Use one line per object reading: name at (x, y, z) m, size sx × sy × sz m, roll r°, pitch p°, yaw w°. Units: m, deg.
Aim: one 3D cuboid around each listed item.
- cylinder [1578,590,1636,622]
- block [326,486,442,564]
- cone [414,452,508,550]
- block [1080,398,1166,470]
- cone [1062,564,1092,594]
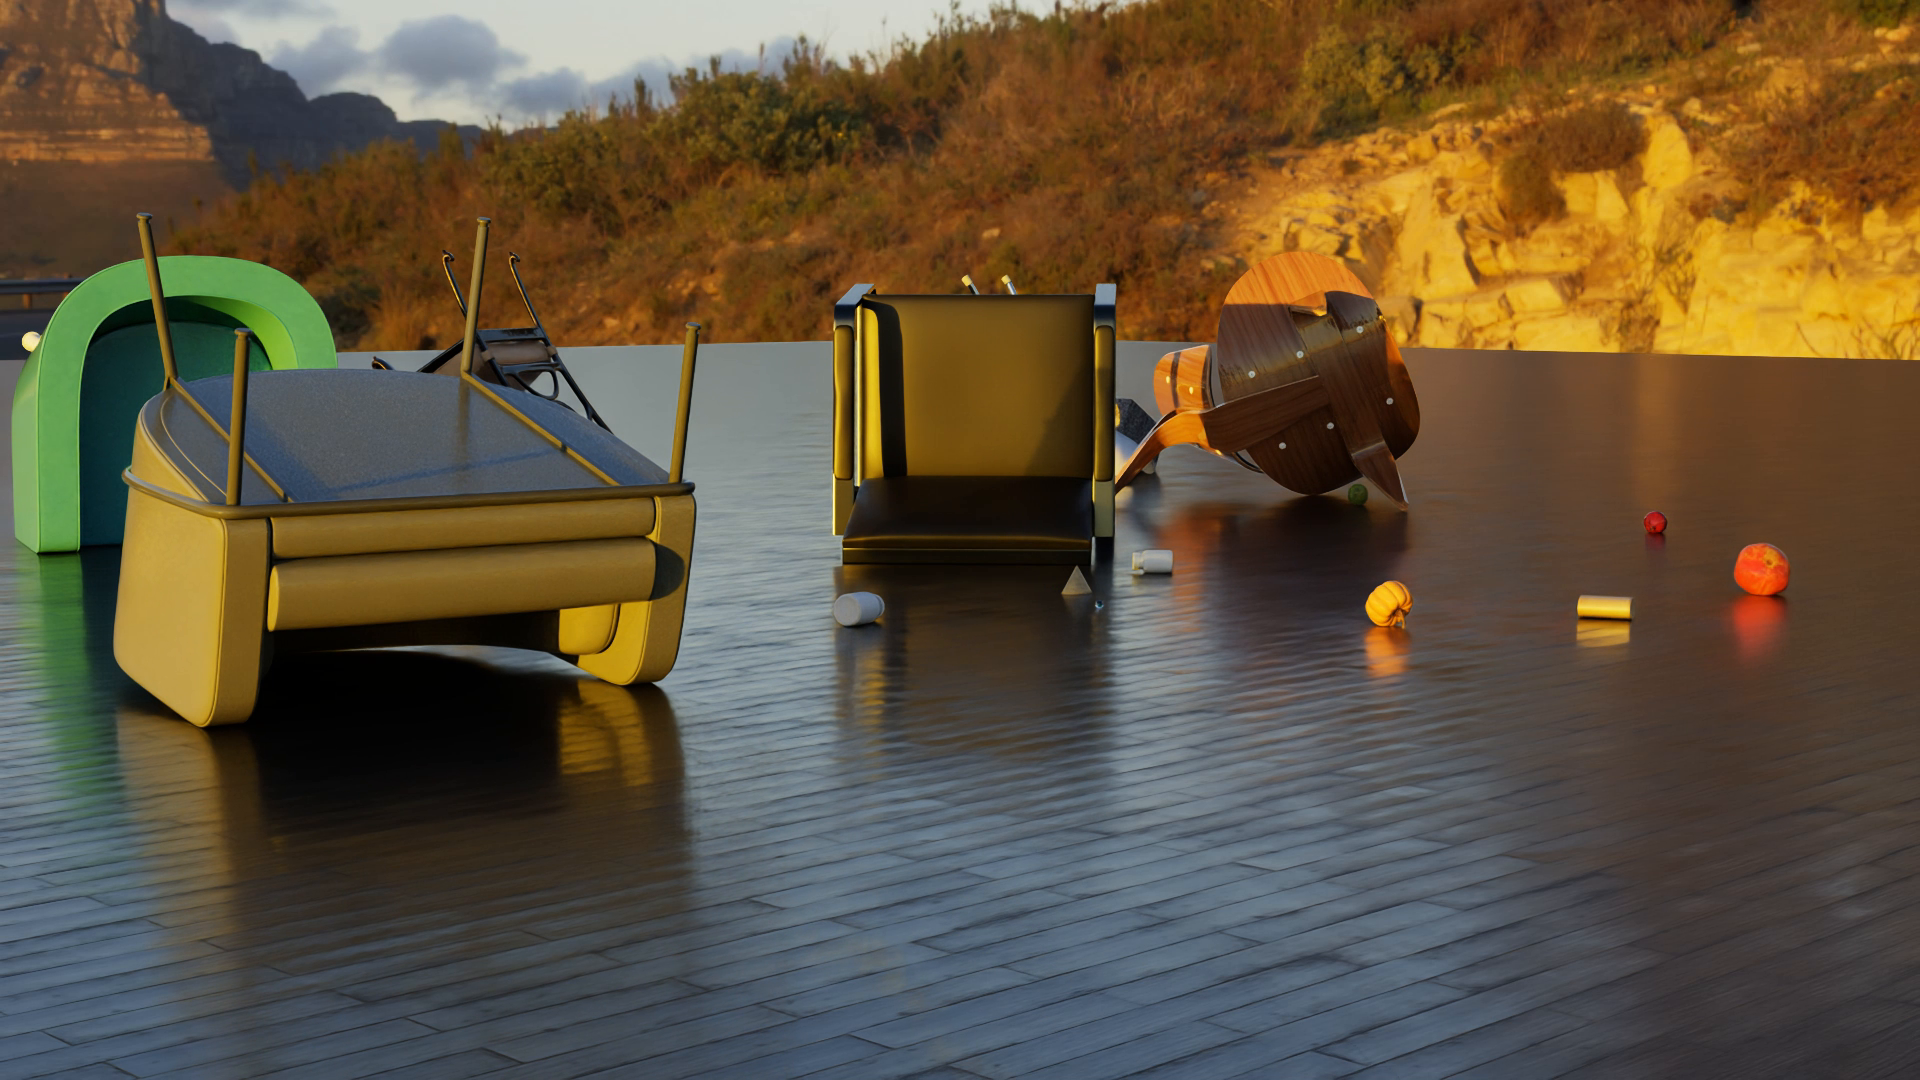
cylinder at (1.248, 0.130, 4.948) m, size 0.098 × 0.042 × 0.091 m, roll 14°, pitch 3°, yaw 17°
block at (-1.353, -0.037, 6.016) m, size 0.216 × 0.155 × 0.204 m, roll -3°, pitch 7°, yaw -28°
cone at (-1.177, -0.043, 6.262) m, size 0.314 × 0.273 × 0.219 m, roll 15°, pitch -18°, yaw 44°
block at (0.550, -0.357, 8.666) m, size 0.162 × 0.146 × 0.255 m, roll 4°, pitch -21°, yaw 34°
cone at (0.243, 0.081, 5.337) m, size 0.074 × 0.060 × 0.042 m, roll -4°, pitch 7°, yaw -32°
